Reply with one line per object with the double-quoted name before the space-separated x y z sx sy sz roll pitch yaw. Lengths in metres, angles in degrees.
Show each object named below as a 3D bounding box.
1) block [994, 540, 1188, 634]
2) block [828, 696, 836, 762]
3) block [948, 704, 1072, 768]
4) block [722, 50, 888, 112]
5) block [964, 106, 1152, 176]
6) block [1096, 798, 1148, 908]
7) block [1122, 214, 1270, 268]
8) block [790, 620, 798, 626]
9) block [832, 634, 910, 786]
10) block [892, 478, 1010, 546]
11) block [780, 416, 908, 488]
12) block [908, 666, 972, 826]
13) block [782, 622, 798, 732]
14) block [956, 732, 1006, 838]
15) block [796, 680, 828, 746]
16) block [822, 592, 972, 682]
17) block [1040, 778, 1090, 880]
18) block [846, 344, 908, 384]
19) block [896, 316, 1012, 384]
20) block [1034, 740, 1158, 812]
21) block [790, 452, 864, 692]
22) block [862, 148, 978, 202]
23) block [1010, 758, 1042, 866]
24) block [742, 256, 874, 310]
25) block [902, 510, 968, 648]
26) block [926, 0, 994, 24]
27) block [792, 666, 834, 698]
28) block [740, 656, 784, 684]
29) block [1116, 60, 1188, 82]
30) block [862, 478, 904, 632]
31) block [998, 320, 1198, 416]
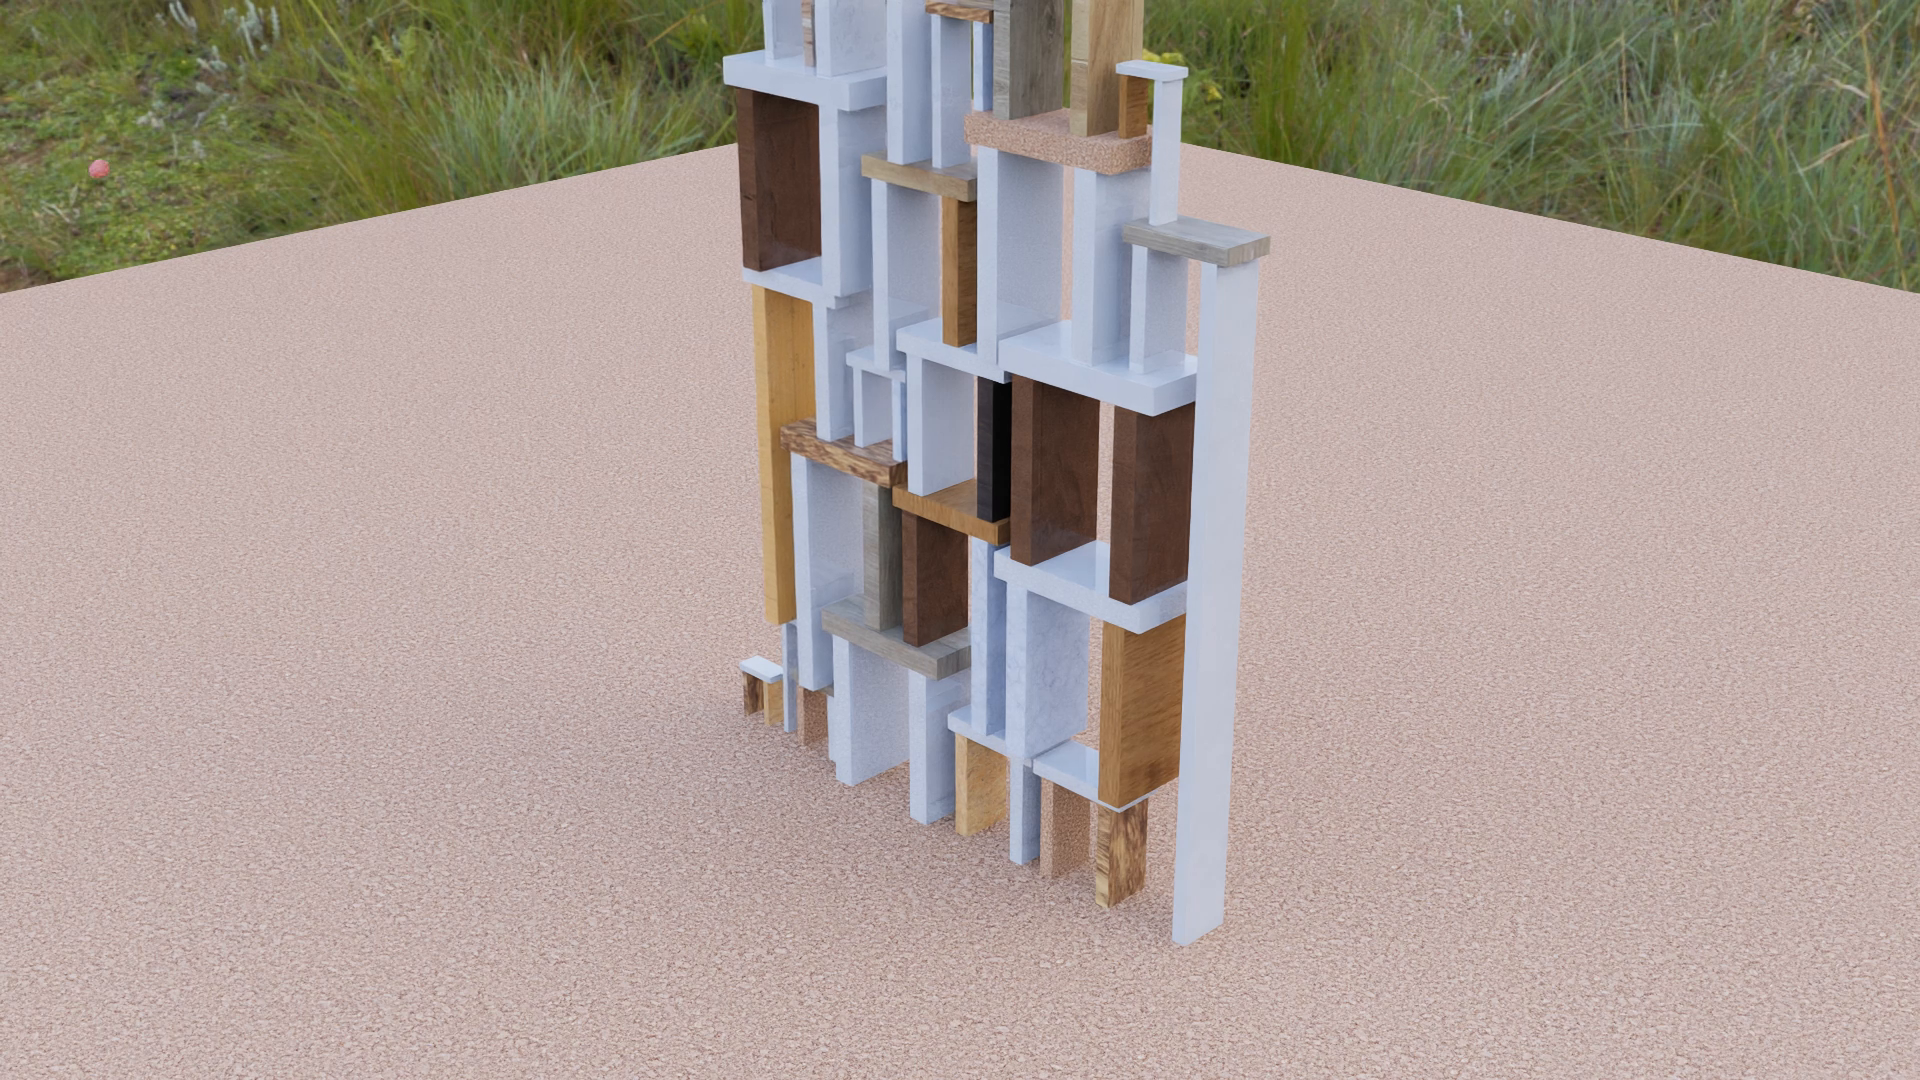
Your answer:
"block" 0.249 0.069 3.982 0.351 0.050 0.175 21 31 41
"block" -0.243 0.387 4.653 0.076 0.153 0.022 -21 31 -40
"block" 0.095 0.371 4.272 0.112 0.032 0.224 -21 31 -41
"block" -0.262 -0.870 4.129 0.178 0.050 0.355 -22 31 -40
"block" 0.185 -0.685 3.732 0.168 0.048 0.336 -21 31 -40
"block" 0.304 0.575 4.131 0.030 0.215 0.108 21 31 41
"block" 0.386 -0.493 3.598 0.220 0.031 0.110 21 31 41
"block" -0.335 0.167 4.663 0.047 0.013 0.094 -22 30 -40
"block" -0.182 0.328 4.560 0.047 0.334 0.167 21 31 41
"block" 0.019 -0.065 4.169 0.140 0.040 0.281 -21 31 -41
"block" -0.192 -0.184 4.352 0.316 0.045 0.158 21 31 40
"block" -0.025 0.389 4.416 0.047 0.334 0.167 21 31 41
"block" -0.359 0.287 4.740 0.047 0.268 0.013 -21 32 -41
"block" 0.042 0.468 4.371 0.032 0.224 0.112 21 31 41
"block" -0.313 0.359 4.718 0.076 0.153 0.022 -21 32 -40
"block" -0.104 0.183 4.414 0.334 0.047 0.167 21 31 41
"block" 0.203 0.535 4.224 0.030 0.215 0.108 21 31 41
"block" -0.132 -0.339 4.212 0.163 0.023 0.081 20 31 39
"block" 0.029 -0.353 4.039 0.276 0.039 0.138 21 31 41
"block" 0.253 0.442 4.129 0.215 0.030 0.108 21 31 40
"block" -0.266 0.047 4.534 0.045 0.522 0.158 21 31 40
"block" -0.035 -0.666 3.976 0.274 0.039 0.137 21 31 40
"block" 0.148 0.509 4.274 0.112 0.224 0.032 -21 31 -41
"block" -0.286 -0.515 4.316 0.138 0.039 0.276 -22 31 -40
"block" -0.047 0.056 4.292 0.040 0.281 0.140 21 31 41
"block" 0.021 -0.919 3.804 0.152 0.022 0.076 21 31 39
"block" -0.276 0.293 4.649 0.076 0.022 0.153 -21 31 -40
"block" -0.428 0.283 4.805 0.105 0.015 0.053 21 31 41
"block" 0.311 -0.760 3.560 0.105 0.015 0.053 20 30 38
"block" -0.118 0.010 4.356 0.158 0.316 0.045 -21 31 -40
"block" 0.257 -0.302 3.814 0.356 0.050 0.178 21 31 41
